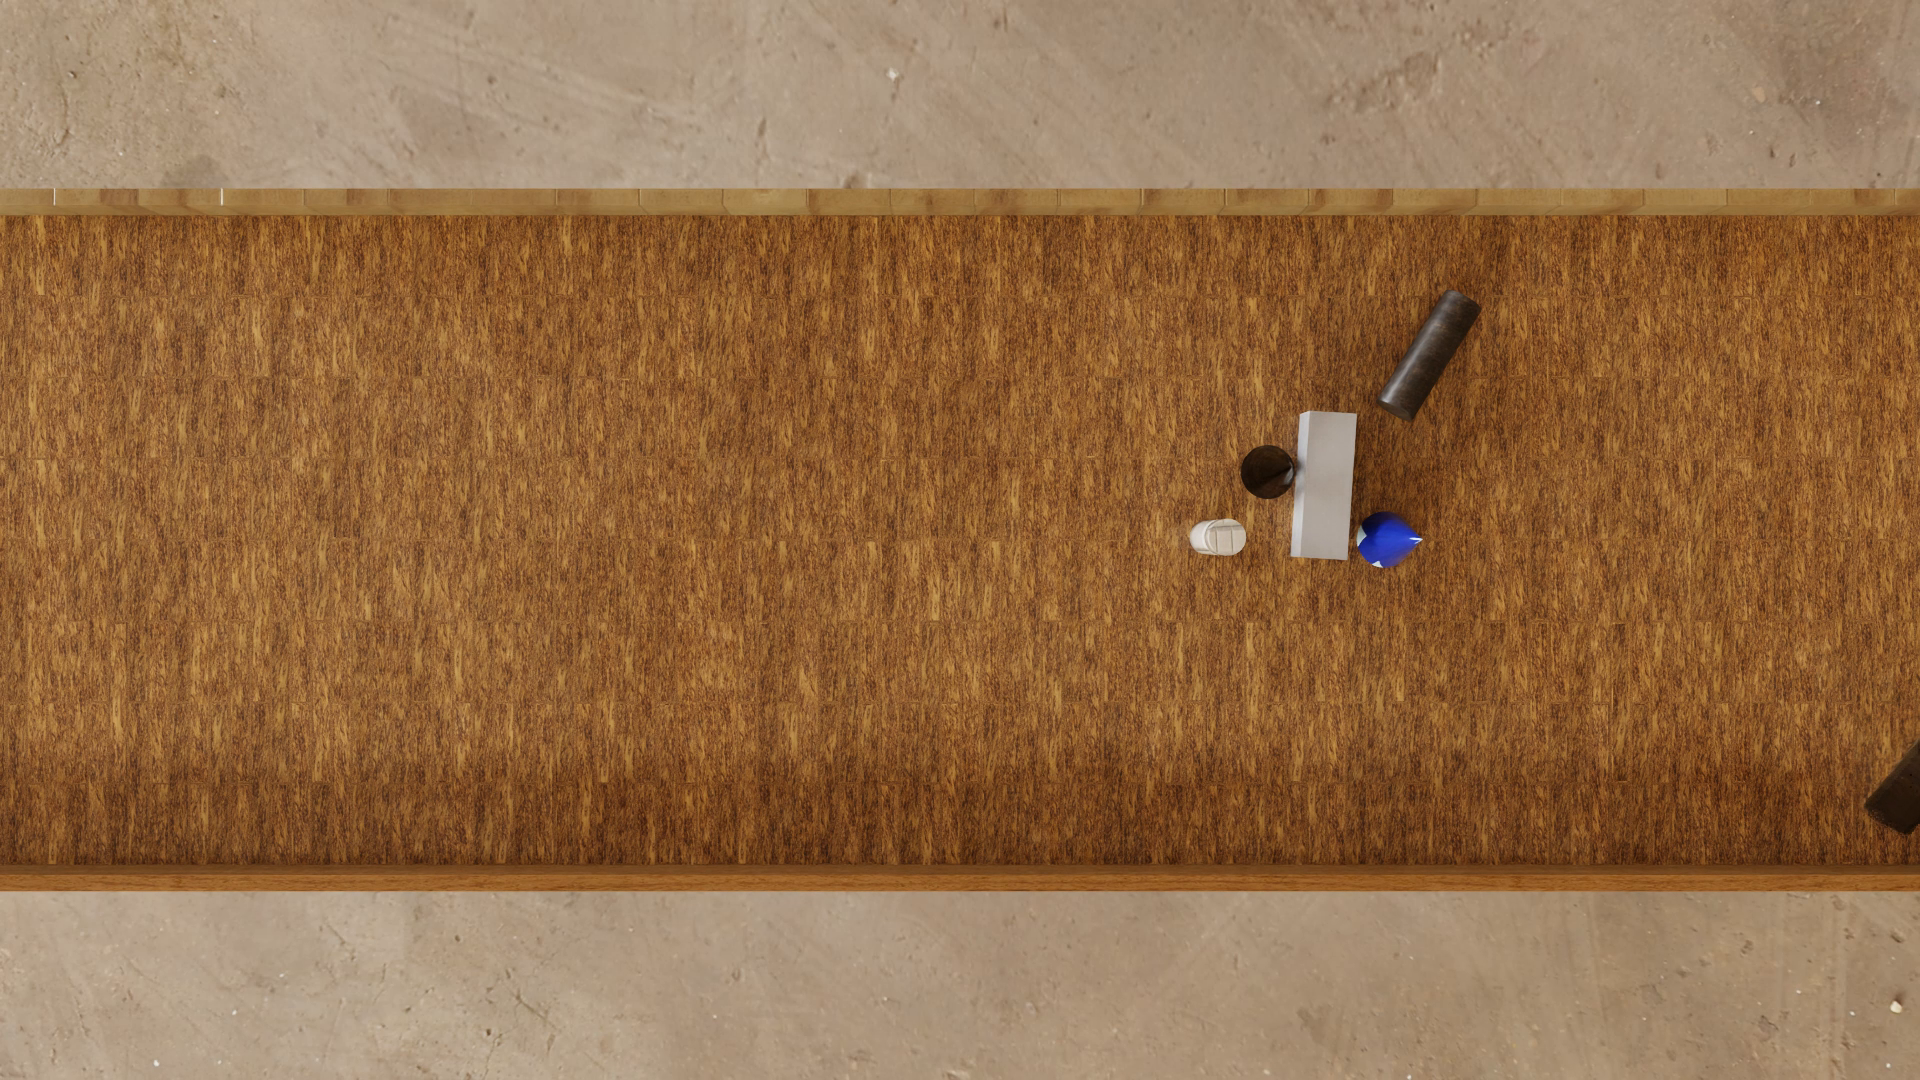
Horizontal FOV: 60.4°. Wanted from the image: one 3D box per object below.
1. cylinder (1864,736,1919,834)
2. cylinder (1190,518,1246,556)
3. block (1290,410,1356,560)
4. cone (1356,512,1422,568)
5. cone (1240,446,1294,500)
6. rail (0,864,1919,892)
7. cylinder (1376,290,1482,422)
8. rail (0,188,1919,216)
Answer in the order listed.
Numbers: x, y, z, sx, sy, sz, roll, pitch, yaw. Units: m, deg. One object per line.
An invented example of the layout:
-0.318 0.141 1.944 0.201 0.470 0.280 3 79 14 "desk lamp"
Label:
2.905 0.730 5.007 0.140 0.140 0.306 39 90 0 "cylinder"
0.759 -0.008 4.876 0.105 0.400 0.105 0 90 0 "cylinder"
1.103 -0.163 5.006 0.142 0.142 0.439 4 90 0 "block"
1.308 -0.002 4.869 0.174 0.414 0.174 0 90 0 "cone"
0.948 -0.209 4.889 0.167 0.375 0.167 0 90 0 "cone"
-2.247 1.025 5.001 12.000 0.150 0.050 0 90 0 "rail"
1.424 -0.560 5.014 0.124 0.124 0.395 32 90 0 "cylinder"
-2.247 -1.025 5.002 12.000 0.150 0.050 0 90 0 "rail"
